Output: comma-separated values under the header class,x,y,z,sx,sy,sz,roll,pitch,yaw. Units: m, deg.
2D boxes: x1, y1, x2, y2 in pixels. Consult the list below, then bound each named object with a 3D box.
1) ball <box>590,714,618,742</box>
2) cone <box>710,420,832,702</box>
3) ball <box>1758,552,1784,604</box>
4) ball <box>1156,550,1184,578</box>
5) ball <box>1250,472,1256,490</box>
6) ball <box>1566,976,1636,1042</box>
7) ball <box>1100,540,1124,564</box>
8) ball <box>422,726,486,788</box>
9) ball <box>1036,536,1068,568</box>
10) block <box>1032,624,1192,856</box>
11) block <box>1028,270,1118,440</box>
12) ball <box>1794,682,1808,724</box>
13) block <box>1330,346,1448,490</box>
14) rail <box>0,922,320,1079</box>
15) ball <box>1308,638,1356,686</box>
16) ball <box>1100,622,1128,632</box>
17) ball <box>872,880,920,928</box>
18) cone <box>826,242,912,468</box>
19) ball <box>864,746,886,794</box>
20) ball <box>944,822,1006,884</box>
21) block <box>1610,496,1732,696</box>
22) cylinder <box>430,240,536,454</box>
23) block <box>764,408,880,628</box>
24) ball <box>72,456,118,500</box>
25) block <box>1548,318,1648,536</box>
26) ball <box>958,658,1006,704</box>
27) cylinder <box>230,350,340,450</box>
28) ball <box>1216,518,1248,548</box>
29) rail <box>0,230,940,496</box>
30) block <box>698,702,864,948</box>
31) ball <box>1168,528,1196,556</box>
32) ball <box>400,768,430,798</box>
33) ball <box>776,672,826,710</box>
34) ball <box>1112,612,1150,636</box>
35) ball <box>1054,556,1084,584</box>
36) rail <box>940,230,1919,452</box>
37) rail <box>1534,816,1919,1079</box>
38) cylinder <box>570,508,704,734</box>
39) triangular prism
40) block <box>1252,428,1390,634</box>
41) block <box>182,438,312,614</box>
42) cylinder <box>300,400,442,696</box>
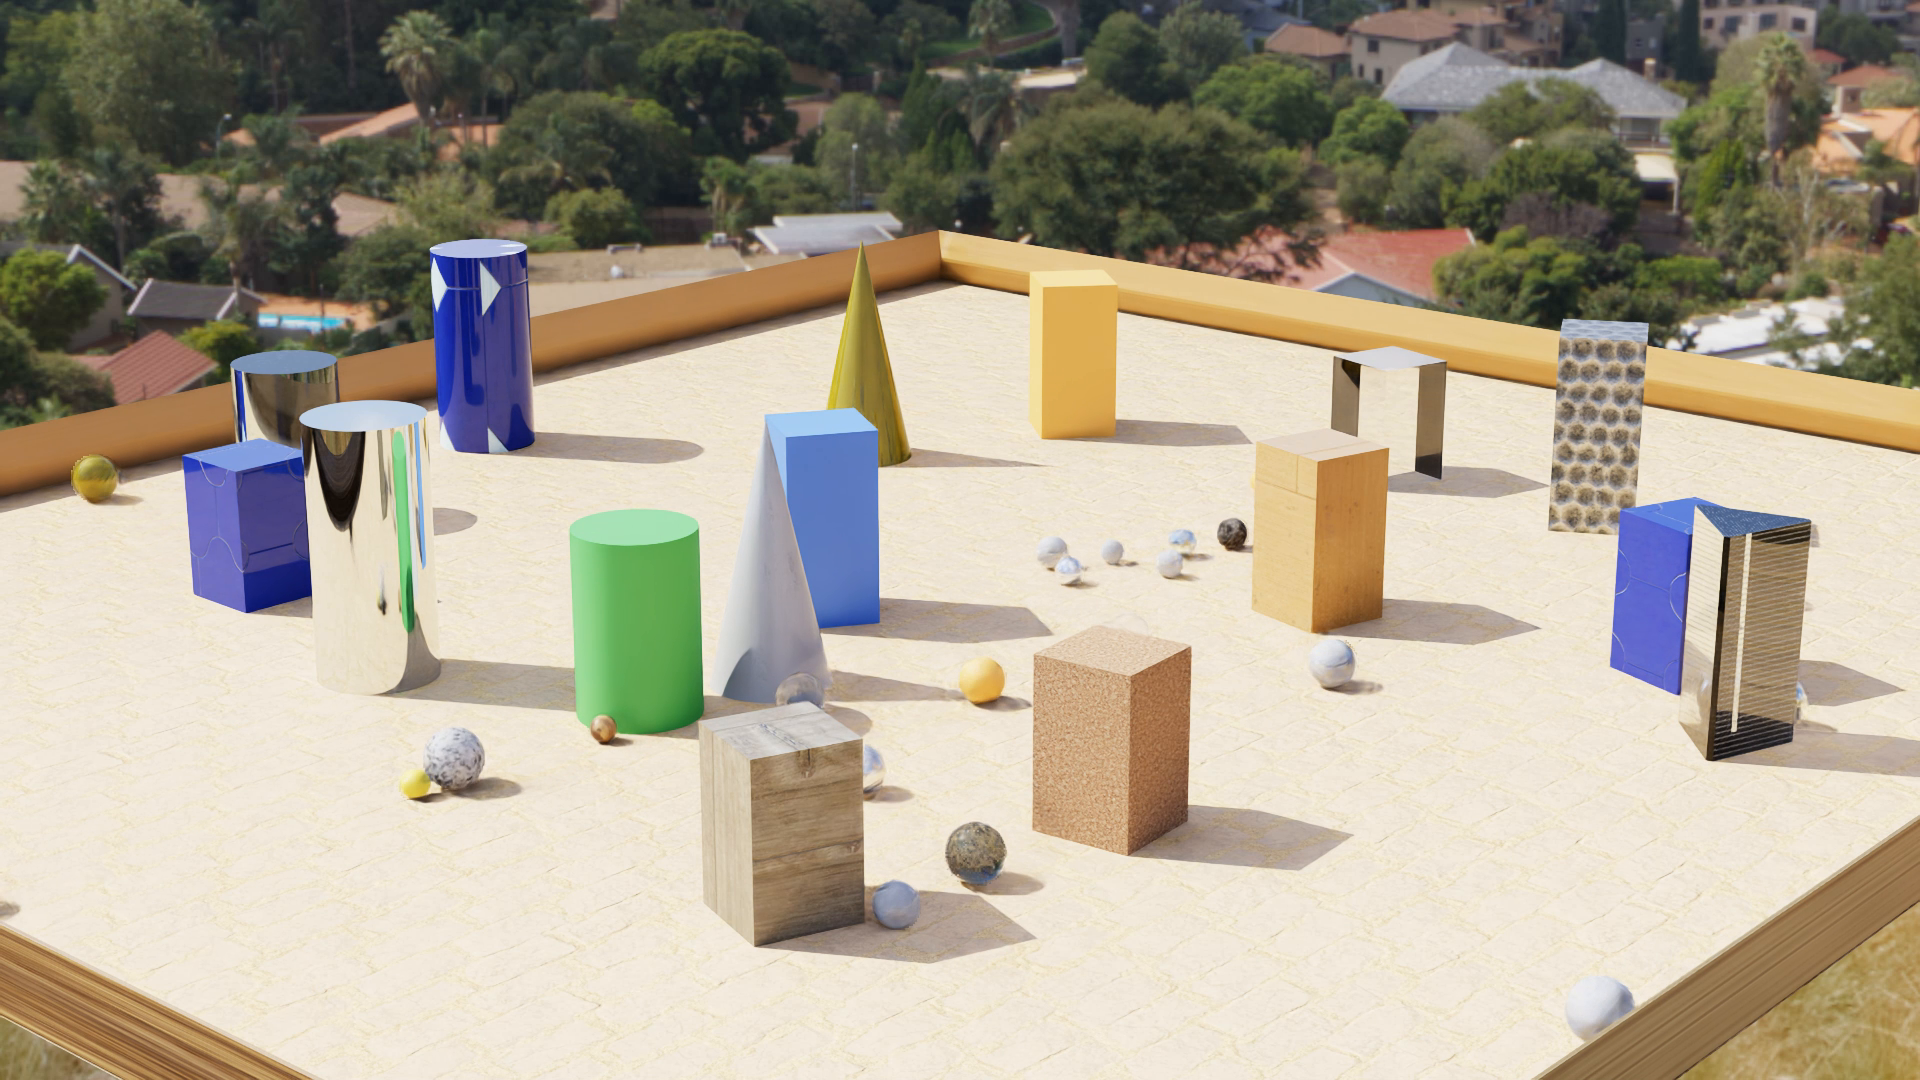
class,x,y,z,sx,sy,sz,roll,pitch,yaw
ball,-0.539,0.285,4.435,0.042,0.042,0.042,0,17,0
cone,-0.303,0.018,4.635,0.198,0.437,0.198,0,17,0
ball,1.376,0.065,5.074,0.093,0.093,0.093,0,17,0
ball,0.374,0.041,5.229,0.050,0.050,0.050,0,17,0
ball,0.596,-0.115,5.737,0.055,0.055,0.055,0,17,0
ball,0.757,0.556,3.465,0.082,0.082,0.082,0,17,0
ball,0.276,0.020,5.310,0.043,0.043,0.043,0,17,0
ball,-0.734,0.315,4.249,0.090,0.090,0.090,0,17,0
ball,0.165,0.021,5.279,0.060,0.060,0.060,0,17,0
block,0.211,0.276,4.082,0.158,0.261,0.158,12,20,34
block,0.238,-0.393,6.194,0.158,0.325,0.158,-2,17,-8
ball,1.253,0.247,4.487,0.085,0.085,0.085,0,17,0
block,0.851,-0.243,5.838,0.158,0.243,0.158,-11,20,-32
rail,-1.308,0.467,3.678,3.651,0.128,0.045,14,22,39
ball,0.593,0.196,4.670,0.077,0.077,0.077,0,17,0
ball,0.242,0.172,4.741,0.081,0.081,0.081,0,17,0
ball,-0.083,0.470,3.787,0.061,0.061,0.061,0,17,0
cone,-0.198,-0.391,5.965,0.198,0.452,0.198,0,17,0
ball,-0.141,0.332,4.230,0.070,0.070,0.070,0,17,0
ball,0.020,0.418,3.921,0.083,0.083,0.083,0,17,0
block,1.164,0.088,4.700,0.158,0.266,0.158,-9,19,-28
cylinder,-0.989,-0.403,6.079,0.198,0.410,0.198,0,17,0
block,-0.235,-0.036,4.987,0.158,0.338,0.158,-5,17,-16
ball,-1.681,-0.121,5.705,0.086,0.086,0.086,0,17,0
block,1.200,-0.212,5.511,0.158,0.373,0.158,4,17,13
ball,0.035,0.220,4.597,0.073,0.073,0.073,0,17,0
cylinder,-1.277,-0.194,5.579,0.198,0.298,0.198,0,17,0
ball,0.501,-0.012,5.395,0.057,0.057,0.057,0,17,0
rail,-1.361,-0.309,6.251,0.045,0.128,4.037,14,22,39
block,-0.231,0.365,3.798,0.158,0.255,0.158,-9,19,-27
ball,0.406,0.005,5.347,0.052,0.052,0.052,0,17,0
ball,-0.783,0.350,4.217,0.043,0.043,0.043,0,17,0
ball,-0.246,0.242,4.519,0.076,0.076,0.076,0,17,0
ball,0.278,0.154,4.821,0.069,0.069,0.069,0,17,0
ball,0.193,0.054,5.187,0.050,0.050,0.050,0,17,0
rail,1.308,-0.402,6.562,3.651,0.128,0.045,14,22,39
rail,1.361,0.373,3.989,0.045,0.128,4.037,14,22,39
cylinder,-0.497,0.124,4.520,0.198,0.301,0.198,0,17,0
triangular prism,1.150,0.131,4.412,0.171,0.348,0.148,-10,19,-29
block,0.612,-0.018,4.989,0.158,0.301,0.158,-11,20,-32
block,-1.231,-0.027,5.104,0.158,0.253,0.158,15,22,40
cylinder,-0.937,0.011,4.670,0.198,0.431,0.198,0,17,0
